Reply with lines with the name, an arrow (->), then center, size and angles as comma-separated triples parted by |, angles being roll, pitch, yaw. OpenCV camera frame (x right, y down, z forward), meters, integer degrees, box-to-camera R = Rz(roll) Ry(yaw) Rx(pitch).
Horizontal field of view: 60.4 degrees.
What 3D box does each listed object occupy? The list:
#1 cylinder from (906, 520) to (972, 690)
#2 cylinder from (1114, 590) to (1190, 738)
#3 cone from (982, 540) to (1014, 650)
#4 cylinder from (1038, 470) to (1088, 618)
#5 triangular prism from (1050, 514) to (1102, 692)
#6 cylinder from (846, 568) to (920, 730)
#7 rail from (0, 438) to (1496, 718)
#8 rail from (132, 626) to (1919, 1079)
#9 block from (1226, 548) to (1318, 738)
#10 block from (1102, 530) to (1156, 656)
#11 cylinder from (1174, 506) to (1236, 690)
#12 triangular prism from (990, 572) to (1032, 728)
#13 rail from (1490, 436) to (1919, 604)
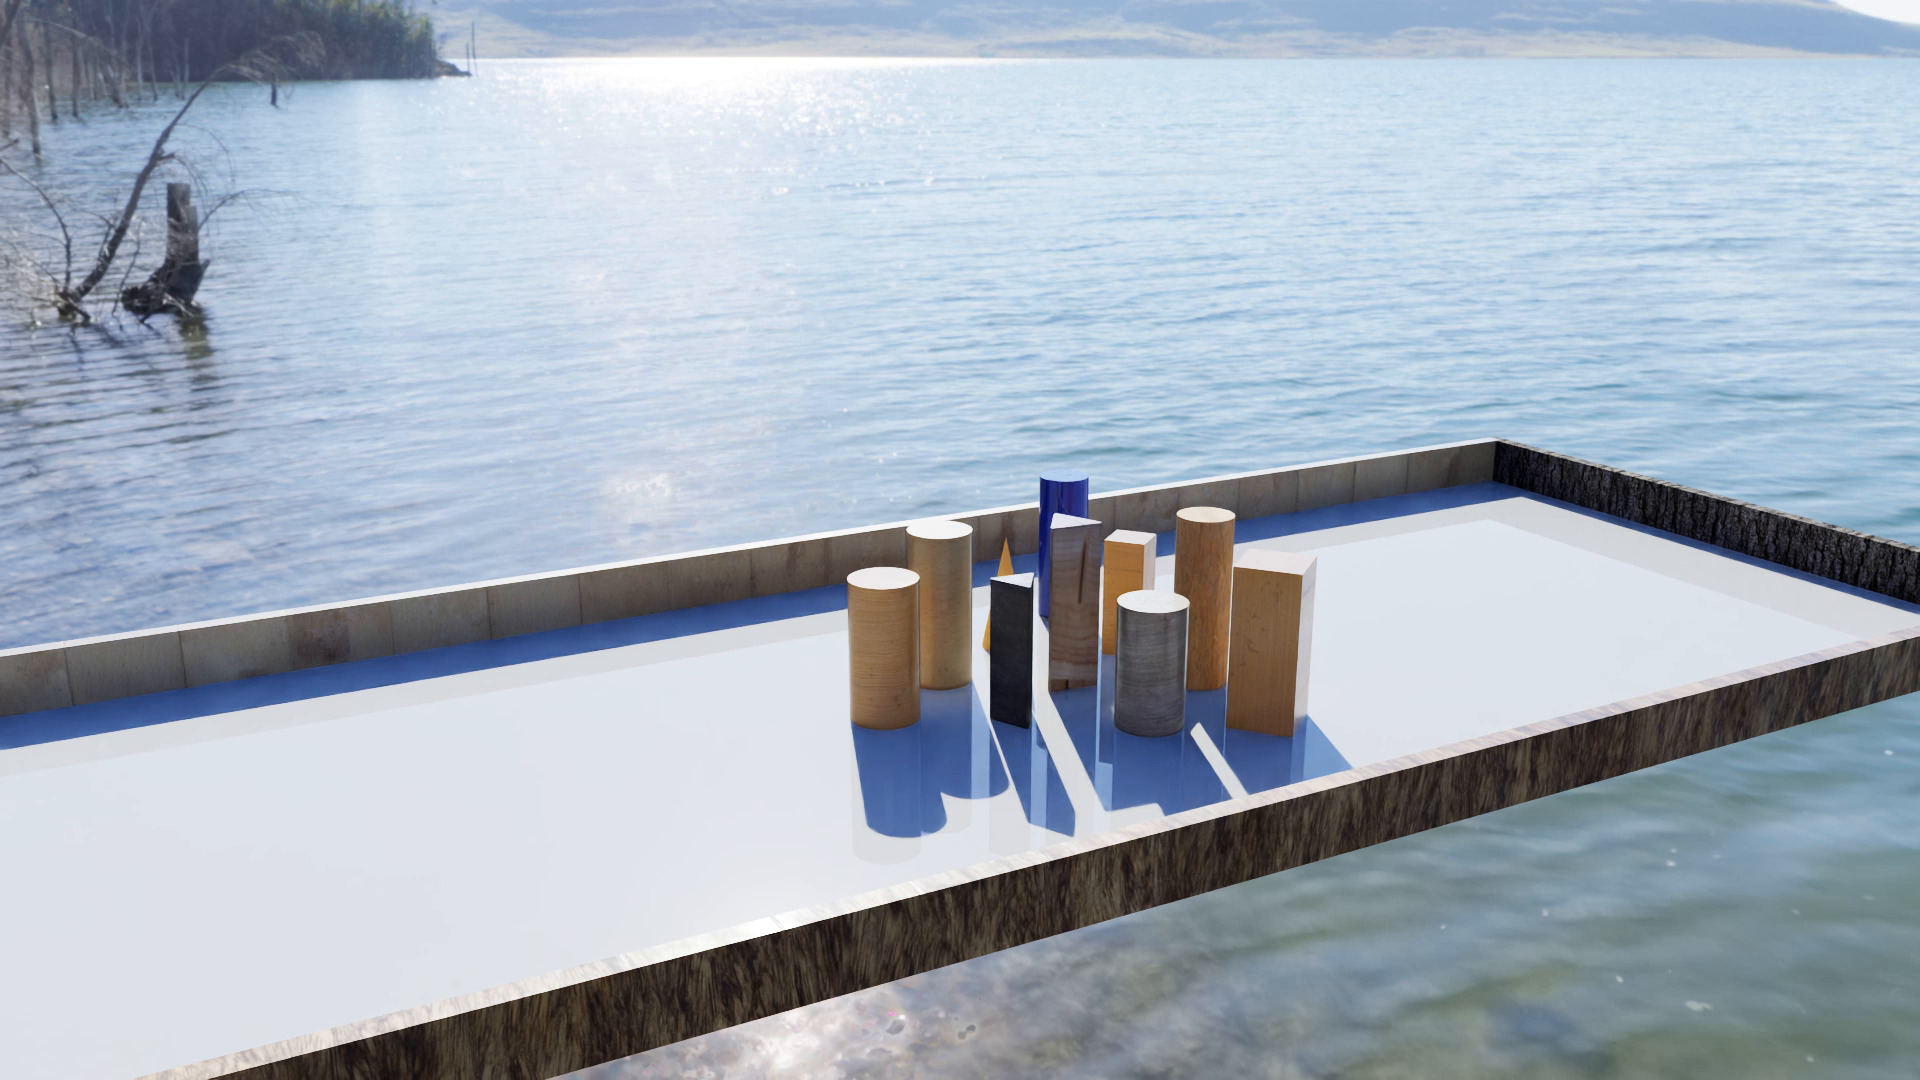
cylinder -> -0.050, 0.162, 4.109 | 0.162, 0.391, 0.162 | 0, 16, 0
cylinder -> 0.445, 0.287, 3.840 | 0.165, 0.304, 0.165 | 0, 16, 0
cone -> 0.120, 0.135, 4.358 | 0.125, 0.302, 0.125 | 0, 16, 0
cylinder -> 0.287, 0.013, 4.602 | 0.136, 0.399, 0.136 | 0, 16, 0
triangular prism -> 0.260, 0.151, 4.093 | 0.135, 0.421, 0.117 | -7, 18, -22
cylinder -> -0.178, 0.254, 3.877 | 0.168, 0.346, 0.168 | 0, 16, 0
rail -> -3.305, 0.497, 3.399 | 12.000, 0.150, 0.050 | -9, 18, -27
rail -> -2.336, 1.006, 1.665 | 12.000, 0.150, 0.050 | -9, 18, -27
block -> 0.726, 0.238, 3.846 | 0.158, 0.395, 0.158 | 7, 18, 22
block -> 0.443, 0.141, 4.324 | 0.107, 0.311, 0.107 | 7, 18, 22
cylinder -> 0.601, 0.145, 4.093 | 0.142, 0.433, 0.142 | 0, 16, 0
triangular prism -> 0.142, 0.254, 3.872 | 0.110, 0.348, 0.095 | 12, 20, 35
rail -> 2.466, -0.048, 5.253 | 0.050, 0.150, 2.100 | -9, 18, -27
